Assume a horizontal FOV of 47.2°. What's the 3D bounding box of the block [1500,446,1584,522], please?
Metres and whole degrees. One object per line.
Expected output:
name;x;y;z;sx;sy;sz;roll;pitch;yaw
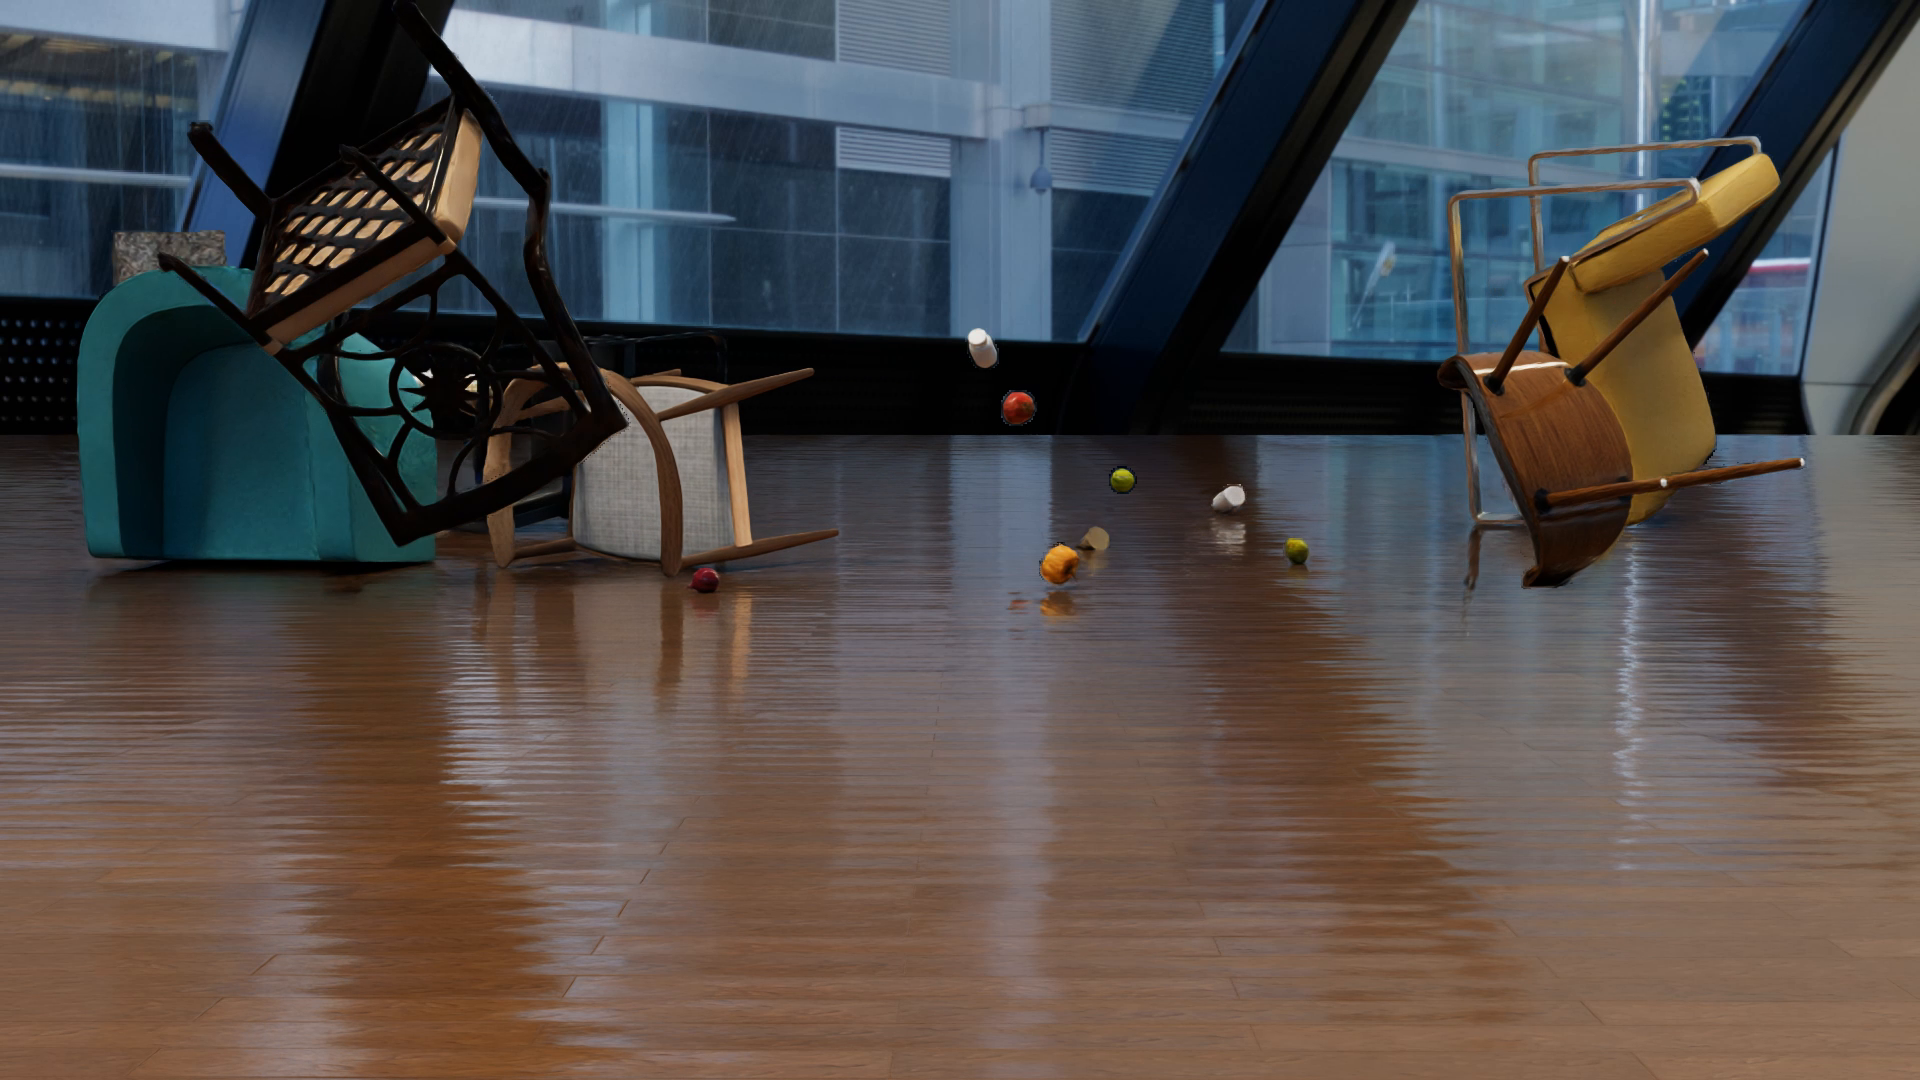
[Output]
block;1.994;-0.195;7.534;0.173;0.161;0.239;-1;32;-11

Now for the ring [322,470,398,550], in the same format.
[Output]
ring;-1.667;-0.081;6.117;0.161;0.221;0.198;-25;33;-27

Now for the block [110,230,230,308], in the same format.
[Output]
block;-1.967;-0.674;5.474;0.255;0.146;0.162;-5;-7;-24

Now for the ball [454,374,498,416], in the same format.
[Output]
ball;-1.730;-0.517;7.859;0.153;0.153;0.153;0;4;0
